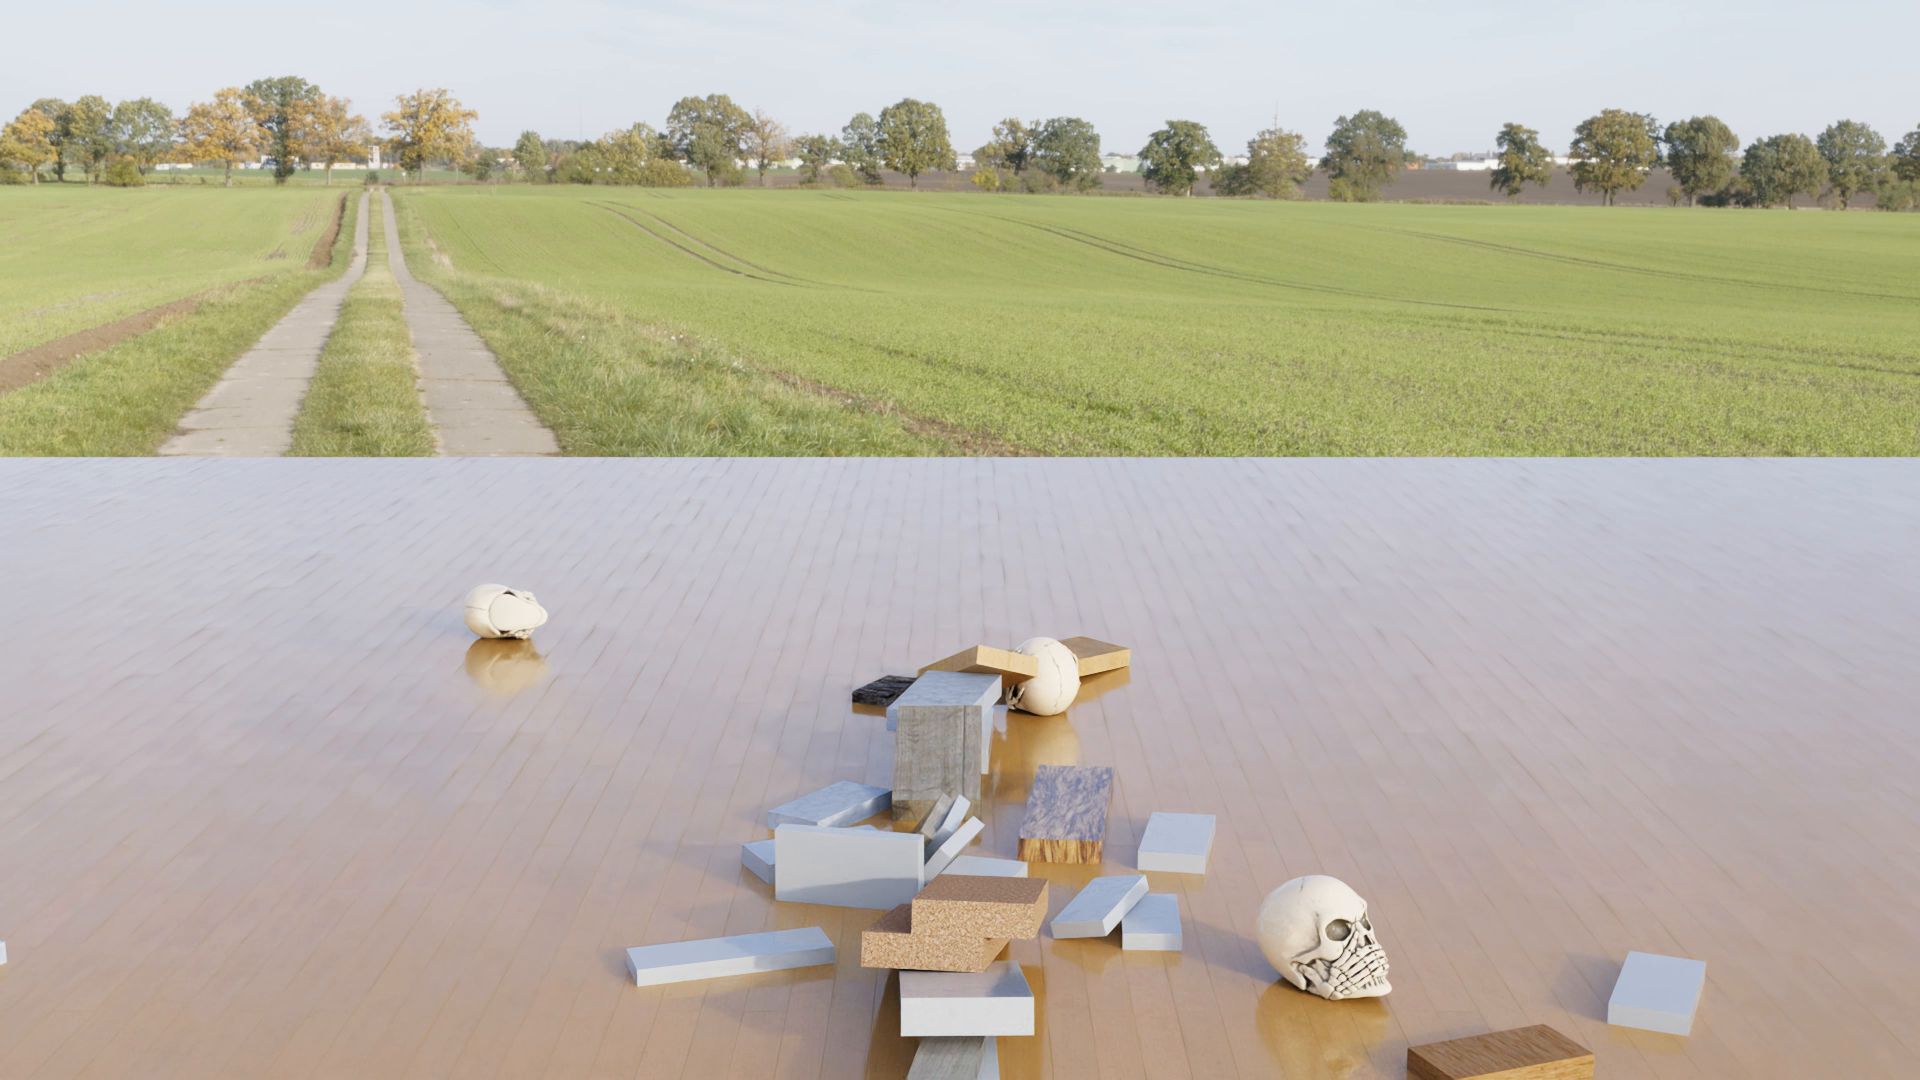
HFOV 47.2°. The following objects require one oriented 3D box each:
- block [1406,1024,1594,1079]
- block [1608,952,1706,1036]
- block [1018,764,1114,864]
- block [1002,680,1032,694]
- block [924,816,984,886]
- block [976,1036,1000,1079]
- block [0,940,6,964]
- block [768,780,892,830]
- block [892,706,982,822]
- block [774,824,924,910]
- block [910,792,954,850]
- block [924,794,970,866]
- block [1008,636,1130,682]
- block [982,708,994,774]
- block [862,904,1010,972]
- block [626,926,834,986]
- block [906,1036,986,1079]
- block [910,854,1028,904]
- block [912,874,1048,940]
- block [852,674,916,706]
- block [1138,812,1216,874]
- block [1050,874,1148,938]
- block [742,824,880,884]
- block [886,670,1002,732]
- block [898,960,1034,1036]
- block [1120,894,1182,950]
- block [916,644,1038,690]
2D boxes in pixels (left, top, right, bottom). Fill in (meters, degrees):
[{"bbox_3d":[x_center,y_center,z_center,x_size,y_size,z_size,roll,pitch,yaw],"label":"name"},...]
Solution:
[{"bbox_3d":[0.729,0.704,2.968,0.221,0.031,0.111,-4,11,-21],"label":"block"},{"bbox_3d":[1.018,0.660,3.209,0.111,0.031,0.221,5,11,24],"label":"block"},{"bbox_3d":[0.199,0.499,4.043,0.146,0.041,0.455,1,11,7],"label":"block"},{"bbox_3d":[0.112,0.321,5.049,0.086,0.024,0.172,-1,11,-4],"label":"block"},{"bbox_3d":[-0.022,0.534,3.725,0.026,0.092,0.184,40,20,8],"label":"block"},{"bbox_3d":[0.008,0.696,2.894,0.084,0.024,0.167,0,9,-1],"label":"block"},{"bbox_3d":[-1.563,0.644,3.289,0.115,0.033,0.230,5,12,26],"label":"block"},{"bbox_3d":[-0.239,0.498,4.074,0.115,0.033,0.230,7,13,33],"label":"block"},{"bbox_3d":[-0.041,0.421,4.187,0.163,0.046,0.327,0,28,1],"label":"block"},{"bbox_3d":[-0.182,0.538,3.612,0.245,0.122,0.035,3,11,14],"label":"block"},{"bbox_3d":[-0.065,0.511,3.819,0.026,0.092,0.184,38,18,1],"label":"block"},{"bbox_3d":[-0.032,0.513,3.843,0.026,0.092,0.184,38,14,1],"label":"block"},{"bbox_3d":[0.257,0.277,5.163,0.146,0.041,0.292,13,13,37],"label":"block"},{"bbox_3d":[-0.019,0.401,4.427,0.163,0.046,0.327,1,11,3],"label":"block"},{"bbox_3d":[-0.031,0.594,3.297,0.175,0.049,0.349,1,-3,8],"label":"block"},{"bbox_3d":[-0.350,0.635,3.357,0.304,0.026,0.092,-3,11,-18],"label":"block"},{"bbox_3d":[-0.017,0.680,2.846,0.082,0.023,0.164,1,9,7],"label":"block"},{"bbox_3d":[0.018,0.580,3.628,0.122,0.035,0.245,3,11,18],"label":"block"},{"bbox_3d":[0.035,0.546,3.293,0.175,0.049,0.349,2,-3,6],"label":"block"},{"bbox_3d":[-0.163,0.339,4.954,0.086,0.024,0.172,5,12,26],"label":"block"},{"bbox_3d":[0.384,0.533,3.884,0.115,0.033,0.230,2,11,11],"label":"block"},{"bbox_3d":[0.224,0.586,3.519,0.092,0.026,0.184,-9,11,28],"label":"block"},{"bbox_3d":[-0.242,0.545,3.819,0.245,0.035,0.122,-5,12,-27],"label":"block"},{"bbox_3d":[-0.029,0.334,4.535,0.163,0.046,0.327,3,11,13],"label":"block"},{"bbox_3d":[0.003,0.634,3.057,0.175,0.049,0.349,0,-3,-2],"label":"block"},{"bbox_3d":[0.303,0.607,3.504,0.092,0.026,0.184,0,11,3],"label":"block"},{"bbox_3d":[0.035,0.289,4.771,0.146,0.041,0.292,13,-19,-24],"label":"block"}]
